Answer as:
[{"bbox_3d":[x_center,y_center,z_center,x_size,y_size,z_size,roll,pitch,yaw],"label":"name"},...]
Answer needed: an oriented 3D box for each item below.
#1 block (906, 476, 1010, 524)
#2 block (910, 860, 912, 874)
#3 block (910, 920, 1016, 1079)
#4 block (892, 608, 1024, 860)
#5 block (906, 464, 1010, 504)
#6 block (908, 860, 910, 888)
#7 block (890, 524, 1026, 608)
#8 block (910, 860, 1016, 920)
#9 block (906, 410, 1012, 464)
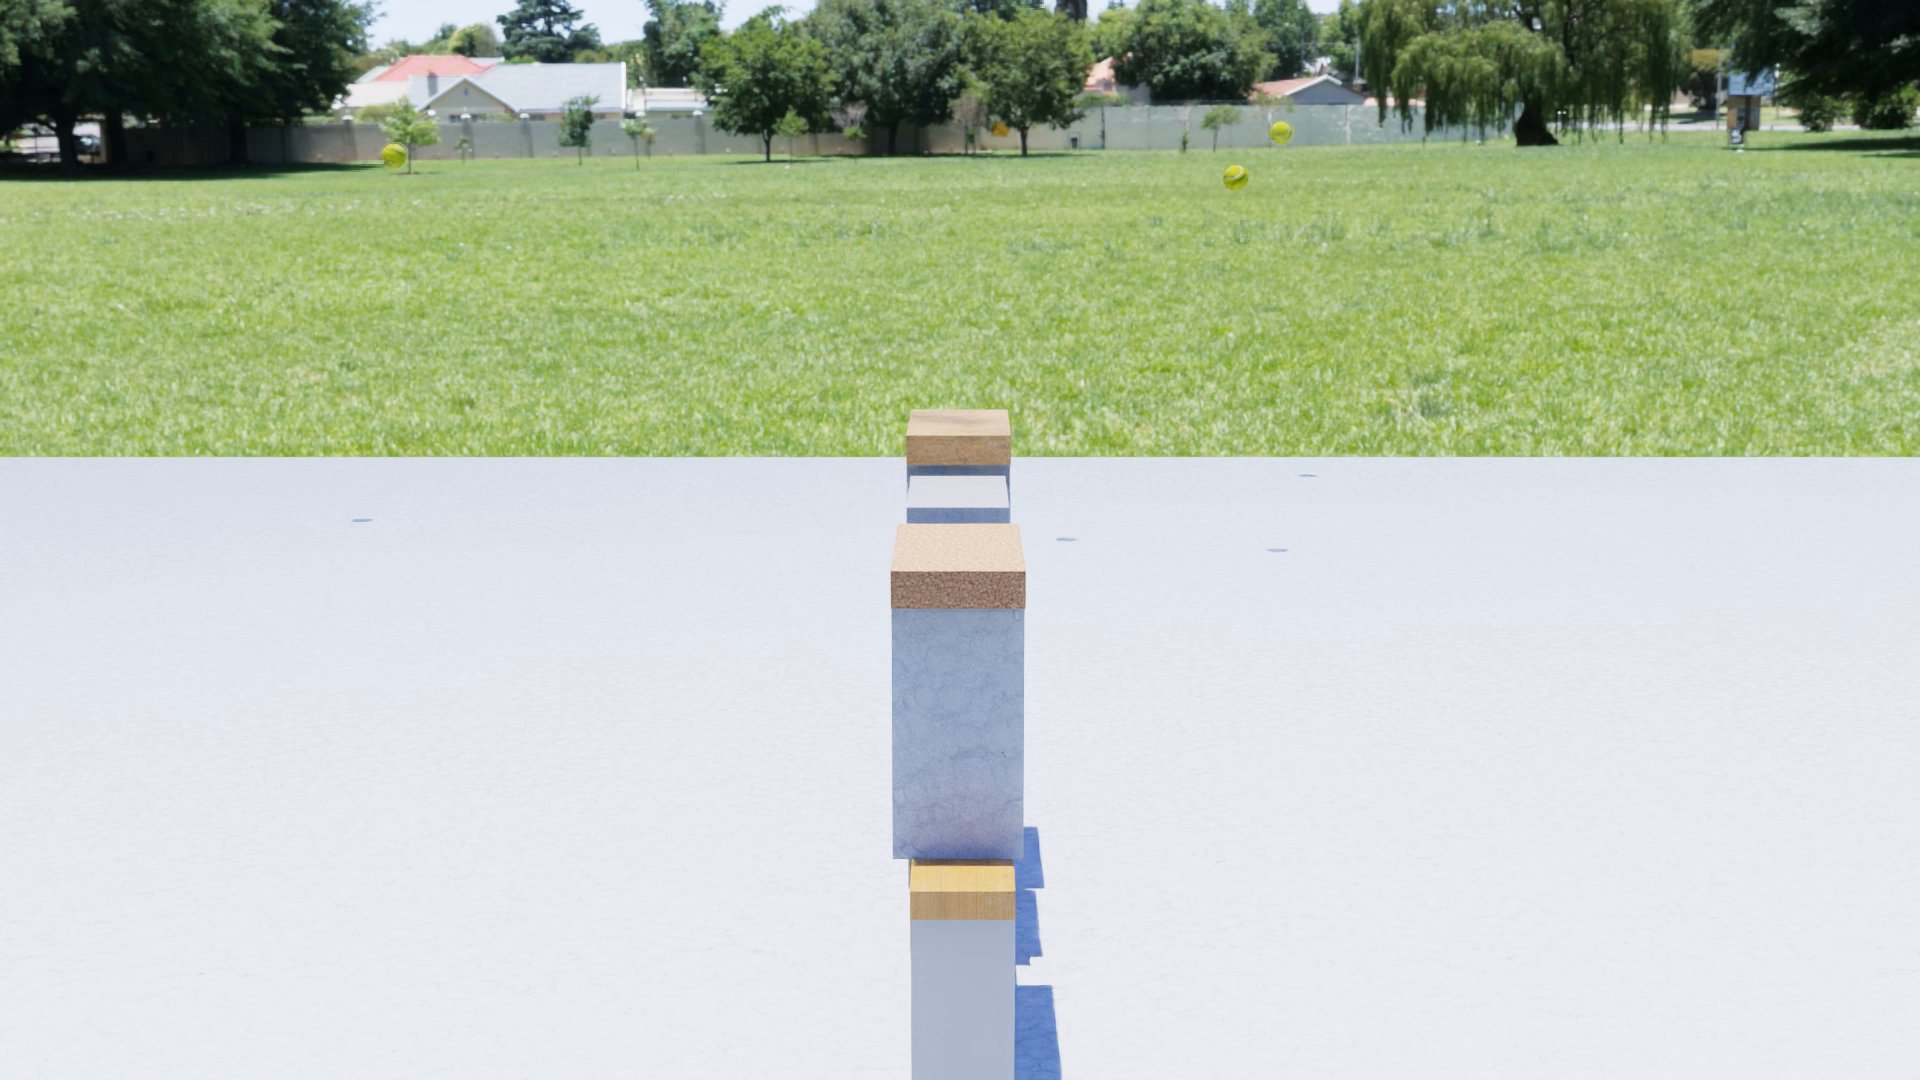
[{"bbox_3d":[-0.003,-0.055,3.403,0.152,0.043,0.304,0,10,0],"label":"block"},{"bbox_3d":[0.002,0.487,3.371,0.156,0.312,0.044,0,11,0],"label":"block"},{"bbox_3d":[0.004,0.605,2.857,0.134,0.267,0.038,0,11,0],"label":"block"},{"bbox_3d":[-0.003,0.247,2.897,0.173,0.346,0.049,0,11,0],"label":"block"},{"bbox_3d":[-0.003,0.035,3.638,0.169,0.338,0.048,0,11,0],"label":"block"},{"bbox_3d":[-0.003,0.417,3.684,0.167,0.335,0.047,0,11,0],"label":"block"},{"bbox_3d":[-0.002,0.032,2.975,0.173,0.049,0.346,0,11,0],"label":"block"},{"bbox_3d":[0.003,0.439,2.917,0.134,0.038,0.267,0,11,0],"label":"block"},{"bbox_3d":[-0.002,-0.176,3.714,0.169,0.048,0.338,0,11,0],"label":"block"}]
